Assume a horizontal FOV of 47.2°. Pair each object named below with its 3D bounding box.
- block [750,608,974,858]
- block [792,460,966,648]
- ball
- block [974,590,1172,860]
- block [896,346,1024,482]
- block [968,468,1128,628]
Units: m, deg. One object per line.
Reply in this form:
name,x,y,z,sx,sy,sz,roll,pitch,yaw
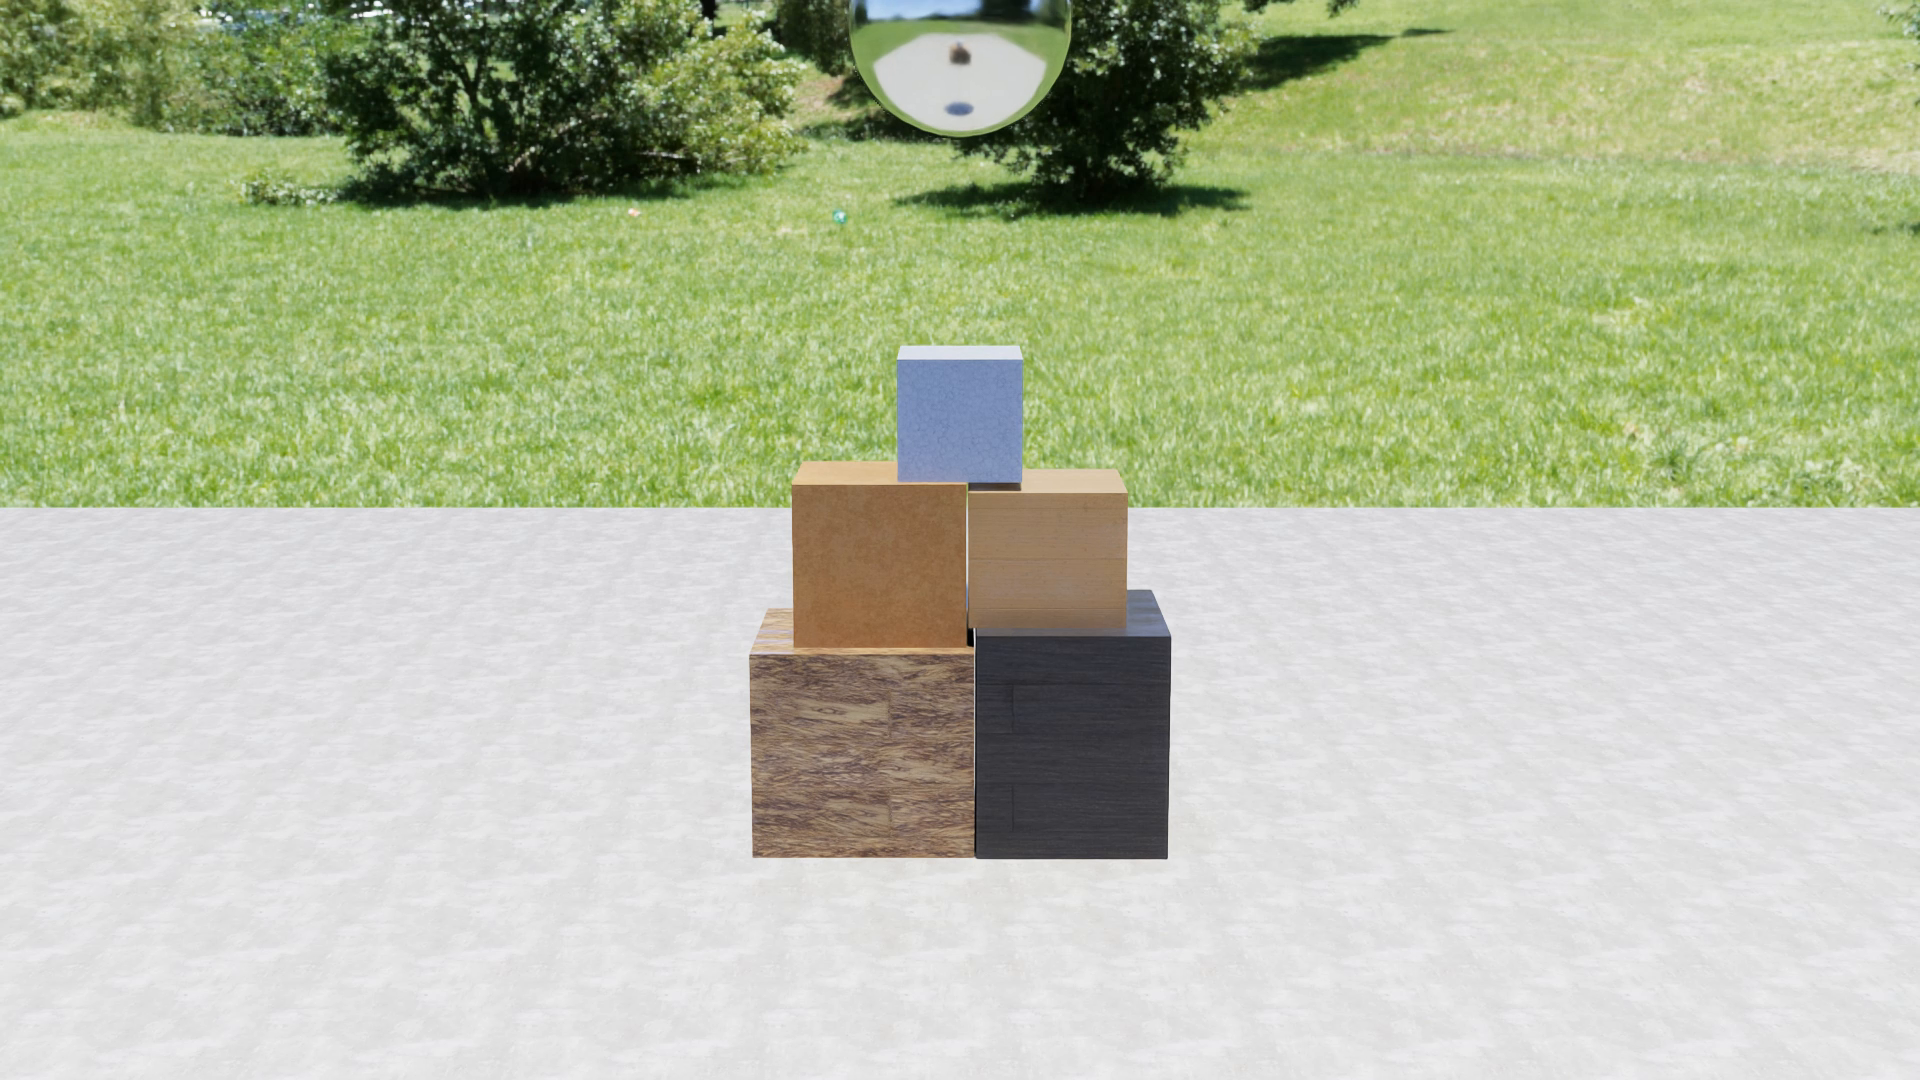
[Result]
block,-0.479,0.970,11.339,1.099,1.035,1.082,0,10,0
block,-0.394,0.060,11.172,0.853,0.816,0.796,0,10,0
ball,0.000,-3.688,15.698,1.600,1.600,1.600,0,10,0
block,0.554,0.922,11.331,0.947,1.131,1.135,0,10,0
block,0.000,-0.642,11.058,0.612,0.605,0.704,0,10,0
block,0.431,0.032,11.179,0.779,0.676,0.795,0,10,0
